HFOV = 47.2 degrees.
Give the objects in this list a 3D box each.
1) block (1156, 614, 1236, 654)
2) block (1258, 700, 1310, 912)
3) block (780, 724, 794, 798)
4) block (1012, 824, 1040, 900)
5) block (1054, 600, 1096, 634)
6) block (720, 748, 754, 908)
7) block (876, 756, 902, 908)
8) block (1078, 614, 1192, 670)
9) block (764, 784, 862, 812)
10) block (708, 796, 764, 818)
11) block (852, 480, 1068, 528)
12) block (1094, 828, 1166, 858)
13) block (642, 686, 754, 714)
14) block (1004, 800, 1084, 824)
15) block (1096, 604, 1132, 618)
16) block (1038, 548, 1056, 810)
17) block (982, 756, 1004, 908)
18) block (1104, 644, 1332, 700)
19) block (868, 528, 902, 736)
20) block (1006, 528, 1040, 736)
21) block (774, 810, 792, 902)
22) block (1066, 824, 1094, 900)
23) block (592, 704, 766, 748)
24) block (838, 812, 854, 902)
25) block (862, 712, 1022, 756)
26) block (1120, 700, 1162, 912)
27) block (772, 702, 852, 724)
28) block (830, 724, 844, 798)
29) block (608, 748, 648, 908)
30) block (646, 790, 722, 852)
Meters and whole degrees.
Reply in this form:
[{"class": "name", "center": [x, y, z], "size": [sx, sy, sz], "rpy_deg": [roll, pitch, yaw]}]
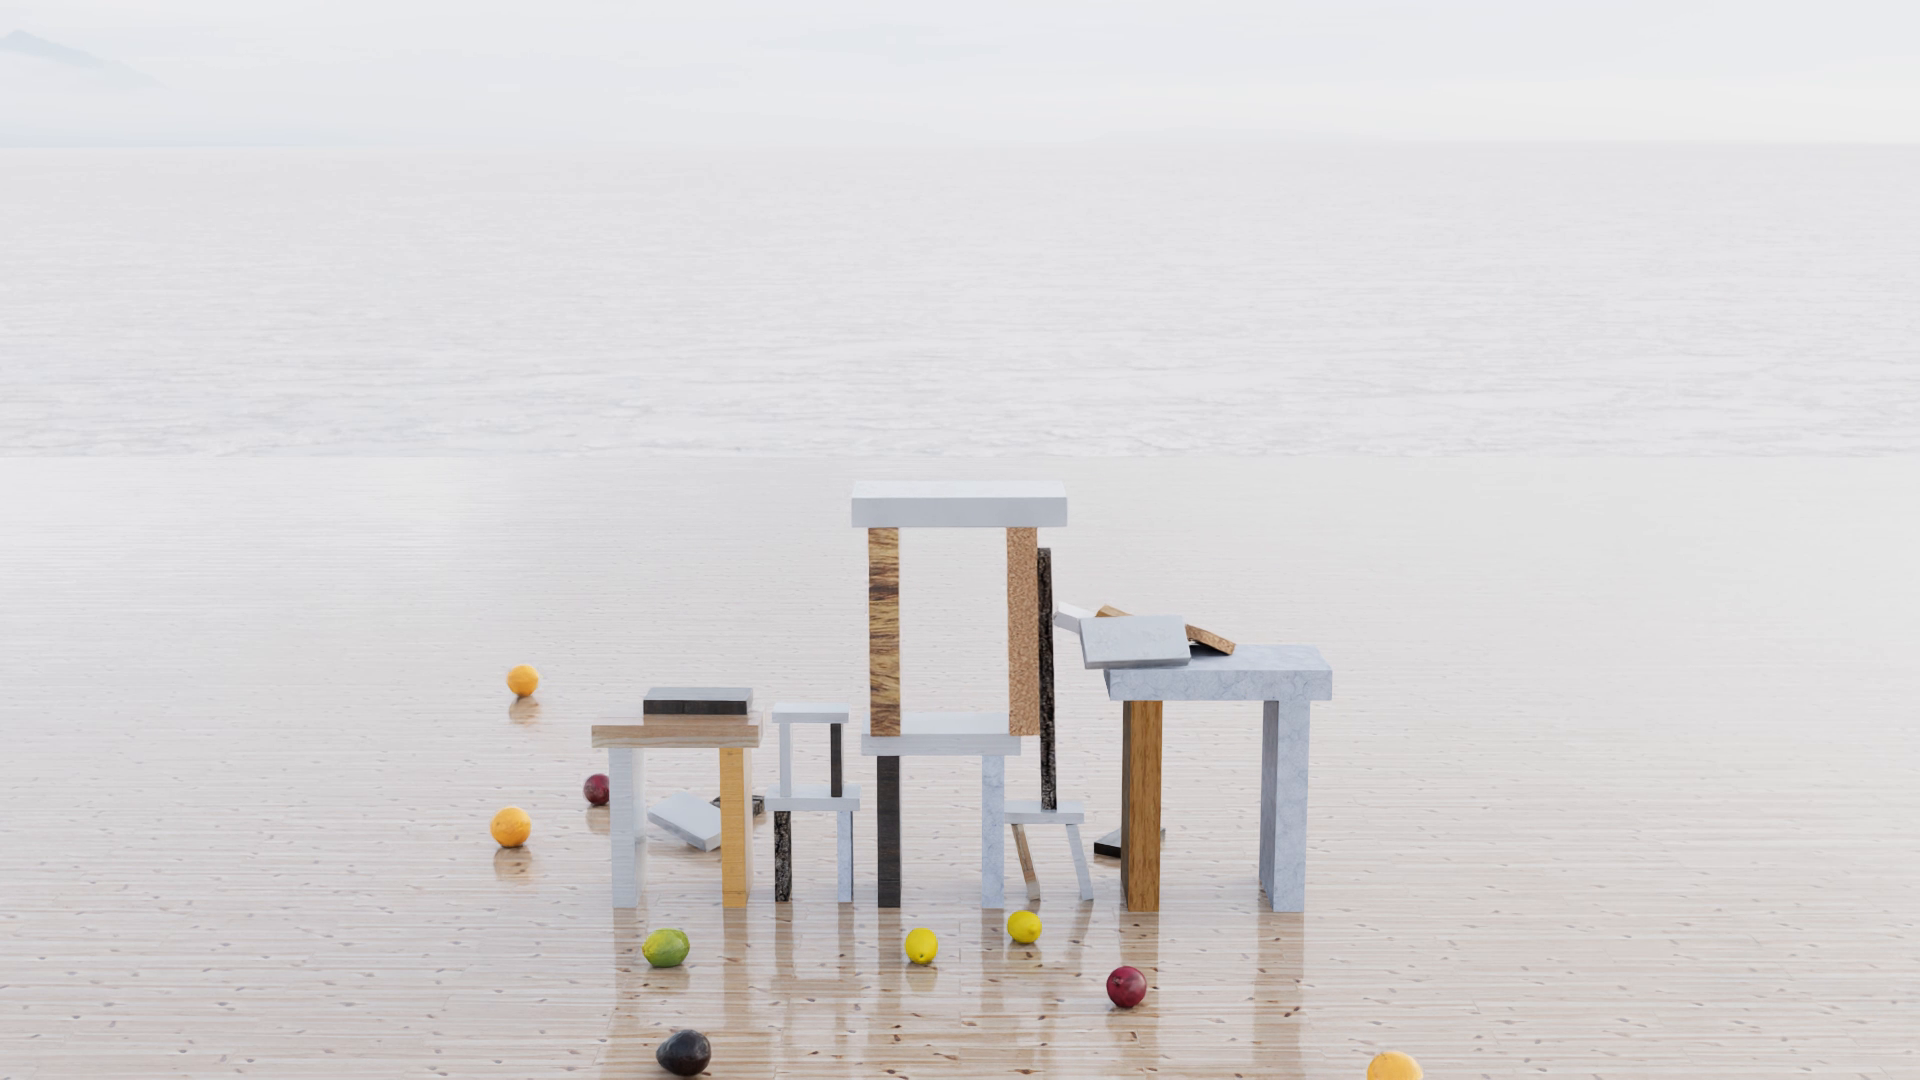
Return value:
[{"class": "block", "center": [0.387, 0.157, 3.652], "size": [0.070, 0.020, 0.140], "rpy_deg": [24, -4, -32]}, {"class": "block", "center": [0.536, 0.415, 3.639], "size": [0.050, 0.355, 0.177], "rpy_deg": [0, 11, 0]}, {"class": "block", "center": [-0.286, 0.354, 3.623], "size": [0.018, 0.125, 0.063], "rpy_deg": [0, 11, 0]}, {"class": "block", "center": [0.109, 0.525, 3.657], "size": [0.019, 0.131, 0.066], "rpy_deg": [-14, 10, 3]}, {"class": "block", "center": [0.237, 0.148, 3.612], "size": [0.169, 0.024, 0.085], "rpy_deg": [20, 11, 0]}, {"class": "block", "center": [-0.370, 0.457, 3.646], "size": [0.038, 0.270, 0.135], "rpy_deg": [0, 11, 0]}, {"class": "block", "center": [-0.116, 0.464, 3.642], "size": [0.037, 0.258, 0.129], "rpy_deg": [0, 11, 0]}, {"class": "block", "center": [0.280, 0.164, 3.540], "size": [0.169, 0.024, 0.085], "rpy_deg": [-2, 53, -8]}, {"class": "block", "center": [-0.242, 0.426, 3.639], "size": [0.156, 0.022, 0.078], "rpy_deg": [0, 11, 0]}, {"class": "block", "center": [-0.430, 0.505, 4.060], "size": [0.086, 0.024, 0.171], "rpy_deg": [3, 11, 18]}, {"class": "block", "center": [-0.002, -0.059, 3.549], "size": [0.340, 0.048, 0.170], "rpy_deg": [0, 11, 0]}, {"class": "block", "center": [0.303, 0.535, 3.913], "size": [0.070, 0.020, 0.139], "rpy_deg": [7, 12, 32]}, {"class": "block", "center": [-0.434, 0.267, 3.653], "size": [0.171, 0.024, 0.086], "rpy_deg": [0, 11, 2]}, {"class": "block", "center": [0.139, 0.451, 3.643], "size": [0.131, 0.019, 0.066], "rpy_deg": [0, 11, 1]}, {"class": "block", "center": [0.294, 0.146, 3.609], "size": [0.140, 0.020, 0.070], "rpy_deg": [22, 11, 10]}, {"class": "block", "center": [0.142, 0.228, 3.629], "size": [0.024, 0.424, 0.085], "rpy_deg": [-1, 10, 1]}, {"class": "block", "center": [0.055, 0.464, 3.642], "size": [0.037, 0.258, 0.129], "rpy_deg": [0, 11, 1]}, {"class": "block", "center": [0.418, 0.216, 3.602], "size": [0.355, 0.050, 0.177], "rpy_deg": [0, 11, 0]}, {"class": "block", "center": [-0.121, 0.133, 3.582], "size": [0.048, 0.340, 0.170], "rpy_deg": [0, 11, 0]}, {"class": "block", "center": [0.102, 0.132, 3.585], "size": [0.048, 0.340, 0.170], "rpy_deg": [-1, 11, 1]}, {"class": "block", "center": [-0.294, 0.513, 3.655], "size": [0.022, 0.156, 0.078], "rpy_deg": [0, 11, 0]}, {"class": "block", "center": [0.198, 0.525, 3.655], "size": [0.019, 0.131, 0.066], "rpy_deg": [-13, 10, 3]}, {"class": "block", "center": [-0.460, 0.305, 3.618], "size": [0.270, 0.038, 0.135], "rpy_deg": [0, 11, 0]}, {"class": "block", "center": [-0.190, 0.513, 3.655], "size": [0.022, 0.156, 0.078], "rpy_deg": [0, 11, 0]}, {"class": "block", "center": [-0.031, 0.319, 3.615], "size": [0.258, 0.037, 0.129], "rpy_deg": [0, 11, 0]}, {"class": "block", "center": [0.300, 0.415, 3.639], "size": [0.050, 0.355, 0.177], "rpy_deg": [0, 11, 0]}, {"class": "block", "center": [-0.243, 0.284, 3.610], "size": [0.125, 0.018, 0.063], "rpy_deg": [0, 11, 1]}, {"class": "block", "center": [-0.202, 0.354, 3.623], "size": [0.018, 0.125, 0.063], "rpy_deg": [0, 11, 0]}, {"class": "block", "center": [-0.550, 0.457, 3.646], "size": [0.038, 0.270, 0.135], "rpy_deg": [0, 11, 0]}, {"class": "block", "center": [-0.477, 0.505, 3.958], "size": [0.086, 0.024, 0.171], "rpy_deg": [-25, 31, -38]}]
